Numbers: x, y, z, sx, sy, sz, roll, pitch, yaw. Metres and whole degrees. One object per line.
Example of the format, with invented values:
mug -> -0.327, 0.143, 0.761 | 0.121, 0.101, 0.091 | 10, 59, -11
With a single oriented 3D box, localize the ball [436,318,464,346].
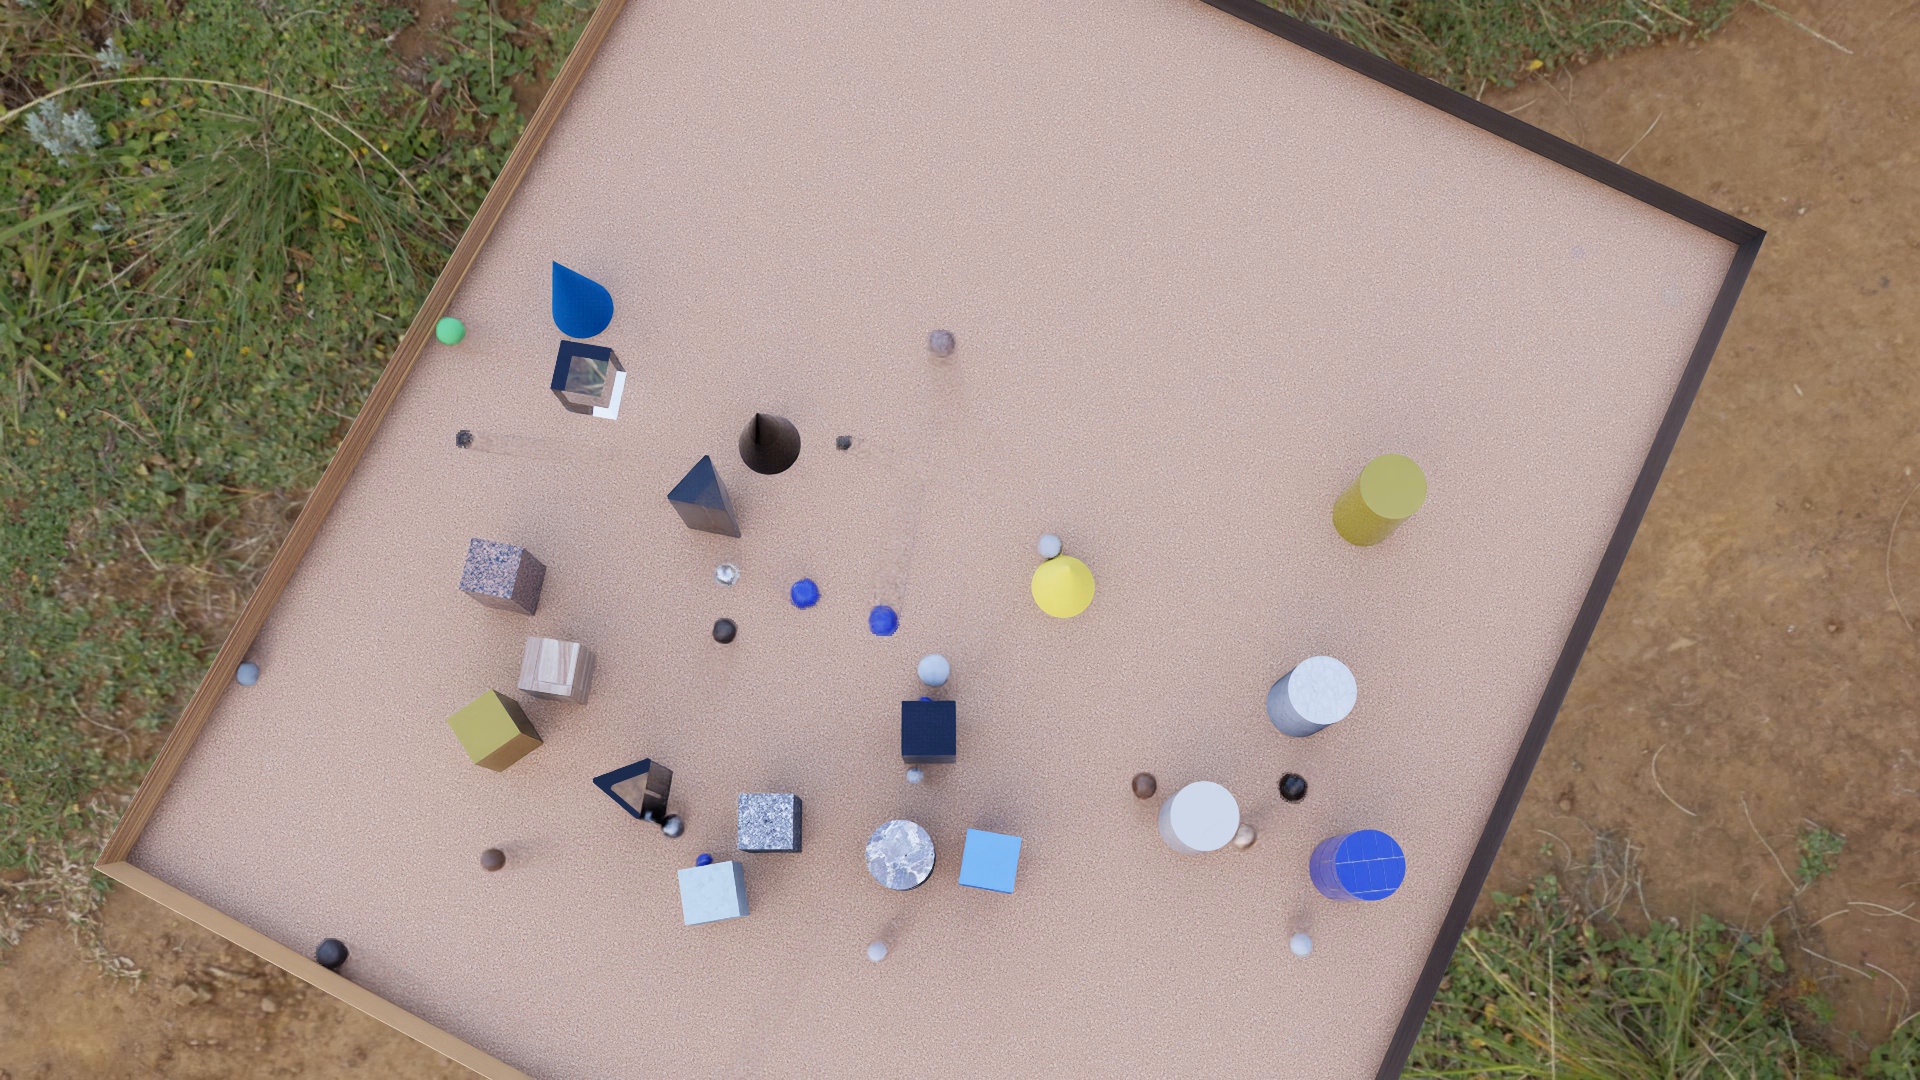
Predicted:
ball -> -1.586, -0.649, 5.707 | 0.087, 0.087, 0.087 | 0, 78, 0

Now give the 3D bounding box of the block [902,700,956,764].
block -> -0.089, 0.564, 5.349 | 0.154, 0.296, 0.154 | 0, 78, 0

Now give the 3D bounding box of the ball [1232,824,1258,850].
ball -> 0.836, 0.874, 5.396 | 0.078, 0.078, 0.078 | 0, 78, 0

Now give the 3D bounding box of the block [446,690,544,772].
block -> -1.353, 0.559, 5.348 | 0.154, 0.300, 0.154 | -35, 80, -7

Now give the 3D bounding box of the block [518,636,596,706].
block -> -1.188, 0.388, 5.412 | 0.154, 0.242, 0.154 | 8, 78, 2

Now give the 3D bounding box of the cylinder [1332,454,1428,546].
cylinder -> 1.241, -0.114, 5.439 | 0.193, 0.394, 0.193 | 0, 78, 0

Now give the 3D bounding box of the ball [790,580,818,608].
ball -> -0.469, 0.162, 5.540 | 0.084, 0.084, 0.084 | 0, 78, 0

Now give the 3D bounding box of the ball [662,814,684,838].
ball -> -0.847, 0.844, 5.406 | 0.070, 0.070, 0.070 | 0, 78, 0

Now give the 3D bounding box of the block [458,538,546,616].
block -> -1.353, 0.112, 5.437 | 0.154, 0.305, 0.154 | 11, 79, 2

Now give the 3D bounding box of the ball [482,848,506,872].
ball -> -1.370, 0.940, 5.387 | 0.068, 0.068, 0.068 | 0, 78, 0

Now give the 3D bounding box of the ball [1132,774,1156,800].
ball -> 0.546, 0.730, 5.427 | 0.075, 0.075, 0.075 | 0, 78, 0

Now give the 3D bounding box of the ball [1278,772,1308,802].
ball -> 0.986, 0.732, 5.422 | 0.084, 0.084, 0.084 | 0, 78, 0

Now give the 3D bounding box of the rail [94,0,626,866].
rail -> -1.595, -0.774, 5.712 | 0.045, 0.125, 3.979 | 26, 80, 5

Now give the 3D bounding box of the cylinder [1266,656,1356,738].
cylinder -> 1.018, 0.459, 5.328 | 0.193, 0.378, 0.193 | 0, 78, 0

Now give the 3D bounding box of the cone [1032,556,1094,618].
cone -> 0.315, 0.109, 5.428 | 0.193, 0.326, 0.193 | 0, 78, 0

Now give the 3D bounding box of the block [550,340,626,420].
block -> -1.131, -0.487, 5.589 | 0.154, 0.251, 0.154 | 10, 78, 2

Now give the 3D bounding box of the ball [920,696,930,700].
ball -> -0.105, 0.492, 5.492 | 0.044, 0.044, 0.044 | 0, 78, 0

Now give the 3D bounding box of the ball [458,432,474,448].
ball -> -1.527, -0.310, 5.656 | 0.048, 0.048, 0.048 | 0, 78, 0

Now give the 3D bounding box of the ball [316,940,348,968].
ball -> -1.825, 1.203, 5.324 | 0.085, 0.085, 0.085 | 0, 78, 0

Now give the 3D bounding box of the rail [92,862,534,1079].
rail -> -0.879, 1.728, 5.194 | 3.613, 0.125, 0.045 | 26, 80, 5

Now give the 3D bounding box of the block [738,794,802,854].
block -> -0.546, 0.821, 5.295 | 0.154, 0.297, 0.154 | 0, 78, 0

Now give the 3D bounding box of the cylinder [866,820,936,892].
cylinder -> -0.168, 0.910, 5.274 | 0.193, 0.301, 0.193 | 0, 78, 0

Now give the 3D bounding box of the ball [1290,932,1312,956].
ball -> 0.994, 1.177, 5.340 | 0.065, 0.065, 0.065 | 0, 78, 0

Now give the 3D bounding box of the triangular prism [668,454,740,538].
triangular prism -> -0.740, -0.134, 5.440 | 0.167, 0.401, 0.145 | 11, 79, 2

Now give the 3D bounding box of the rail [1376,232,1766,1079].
rail -> 1.595, 0.787, 5.389 | 0.045, 0.125, 3.979 | 26, 80, 5

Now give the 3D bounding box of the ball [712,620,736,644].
ball -> -0.710, 0.277, 5.522 | 0.073, 0.073, 0.073 | 0, 78, 0

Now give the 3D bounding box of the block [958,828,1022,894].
block -> 0.085, 0.928, 5.284 | 0.154, 0.275, 0.154 | 9, 78, 2

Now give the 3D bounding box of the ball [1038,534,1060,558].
ball -> 0.271, 0.020, 5.576 | 0.071, 0.071, 0.071 | 0, 78, 0

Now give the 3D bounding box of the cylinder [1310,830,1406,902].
cylinder -> 1.128, 0.932, 5.224 | 0.193, 0.391, 0.193 | 0, 78, 0

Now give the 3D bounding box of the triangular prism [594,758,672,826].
triangular prism -> -0.905, 0.701, 5.263 | 0.167, 0.409, 0.145 | 39, 81, 7

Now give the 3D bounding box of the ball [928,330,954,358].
ball -> -0.059, -0.608, 5.699 | 0.086, 0.086, 0.086 | 0, 78, 0

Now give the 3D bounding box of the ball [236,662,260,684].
ball -> -2.137, 0.400, 5.500 | 0.066, 0.066, 0.066 | 0, 78, 0

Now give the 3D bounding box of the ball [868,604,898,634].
ball -> -0.232, 0.240, 5.522 | 0.088, 0.088, 0.088 | 0, 78, 0

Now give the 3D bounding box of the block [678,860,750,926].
block -> -0.708, 1.019, 5.281 | 0.154, 0.245, 0.154 | -10, 78, -2

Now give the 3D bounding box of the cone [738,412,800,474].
cone -> -0.589, -0.333, 5.498 | 0.193, 0.367, 0.193 | 0, 78, 0

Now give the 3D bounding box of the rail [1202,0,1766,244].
rail -> 0.879, -1.715, 5.906 | 3.613, 0.125, 0.045 | 26, 80, 5

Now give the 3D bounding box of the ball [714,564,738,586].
ball -> -0.709, 0.107, 5.559 | 0.069, 0.069, 0.069 | 0, 78, 0

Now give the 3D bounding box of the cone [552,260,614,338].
cone -> -1.187, -0.770, 5.552 | 0.193, 0.438, 0.193 | 0, 78, 0

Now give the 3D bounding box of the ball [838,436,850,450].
ball -> -0.357, -0.298, 5.657 | 0.042, 0.042, 0.042 | 0, 78, 0

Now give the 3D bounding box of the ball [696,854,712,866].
ball -> -0.755, 0.947, 5.398 | 0.045, 0.045, 0.045 | 0, 78, 0

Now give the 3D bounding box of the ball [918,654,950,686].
ball -> -0.077, 0.391, 5.486 | 0.096, 0.096, 0.096 | 0, 78, 0

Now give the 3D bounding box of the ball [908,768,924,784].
ball -> -0.132, 0.701, 5.447 | 0.047, 0.047, 0.047 | 0, 78, 0

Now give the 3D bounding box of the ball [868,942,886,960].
ball -> -0.240, 1.198, 5.341 | 0.054, 0.054, 0.054 | 0, 78, 0

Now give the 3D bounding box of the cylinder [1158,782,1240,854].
cylinder -> 0.683, 0.804, 5.278 | 0.193, 0.336, 0.193 | 0, 78, 0
